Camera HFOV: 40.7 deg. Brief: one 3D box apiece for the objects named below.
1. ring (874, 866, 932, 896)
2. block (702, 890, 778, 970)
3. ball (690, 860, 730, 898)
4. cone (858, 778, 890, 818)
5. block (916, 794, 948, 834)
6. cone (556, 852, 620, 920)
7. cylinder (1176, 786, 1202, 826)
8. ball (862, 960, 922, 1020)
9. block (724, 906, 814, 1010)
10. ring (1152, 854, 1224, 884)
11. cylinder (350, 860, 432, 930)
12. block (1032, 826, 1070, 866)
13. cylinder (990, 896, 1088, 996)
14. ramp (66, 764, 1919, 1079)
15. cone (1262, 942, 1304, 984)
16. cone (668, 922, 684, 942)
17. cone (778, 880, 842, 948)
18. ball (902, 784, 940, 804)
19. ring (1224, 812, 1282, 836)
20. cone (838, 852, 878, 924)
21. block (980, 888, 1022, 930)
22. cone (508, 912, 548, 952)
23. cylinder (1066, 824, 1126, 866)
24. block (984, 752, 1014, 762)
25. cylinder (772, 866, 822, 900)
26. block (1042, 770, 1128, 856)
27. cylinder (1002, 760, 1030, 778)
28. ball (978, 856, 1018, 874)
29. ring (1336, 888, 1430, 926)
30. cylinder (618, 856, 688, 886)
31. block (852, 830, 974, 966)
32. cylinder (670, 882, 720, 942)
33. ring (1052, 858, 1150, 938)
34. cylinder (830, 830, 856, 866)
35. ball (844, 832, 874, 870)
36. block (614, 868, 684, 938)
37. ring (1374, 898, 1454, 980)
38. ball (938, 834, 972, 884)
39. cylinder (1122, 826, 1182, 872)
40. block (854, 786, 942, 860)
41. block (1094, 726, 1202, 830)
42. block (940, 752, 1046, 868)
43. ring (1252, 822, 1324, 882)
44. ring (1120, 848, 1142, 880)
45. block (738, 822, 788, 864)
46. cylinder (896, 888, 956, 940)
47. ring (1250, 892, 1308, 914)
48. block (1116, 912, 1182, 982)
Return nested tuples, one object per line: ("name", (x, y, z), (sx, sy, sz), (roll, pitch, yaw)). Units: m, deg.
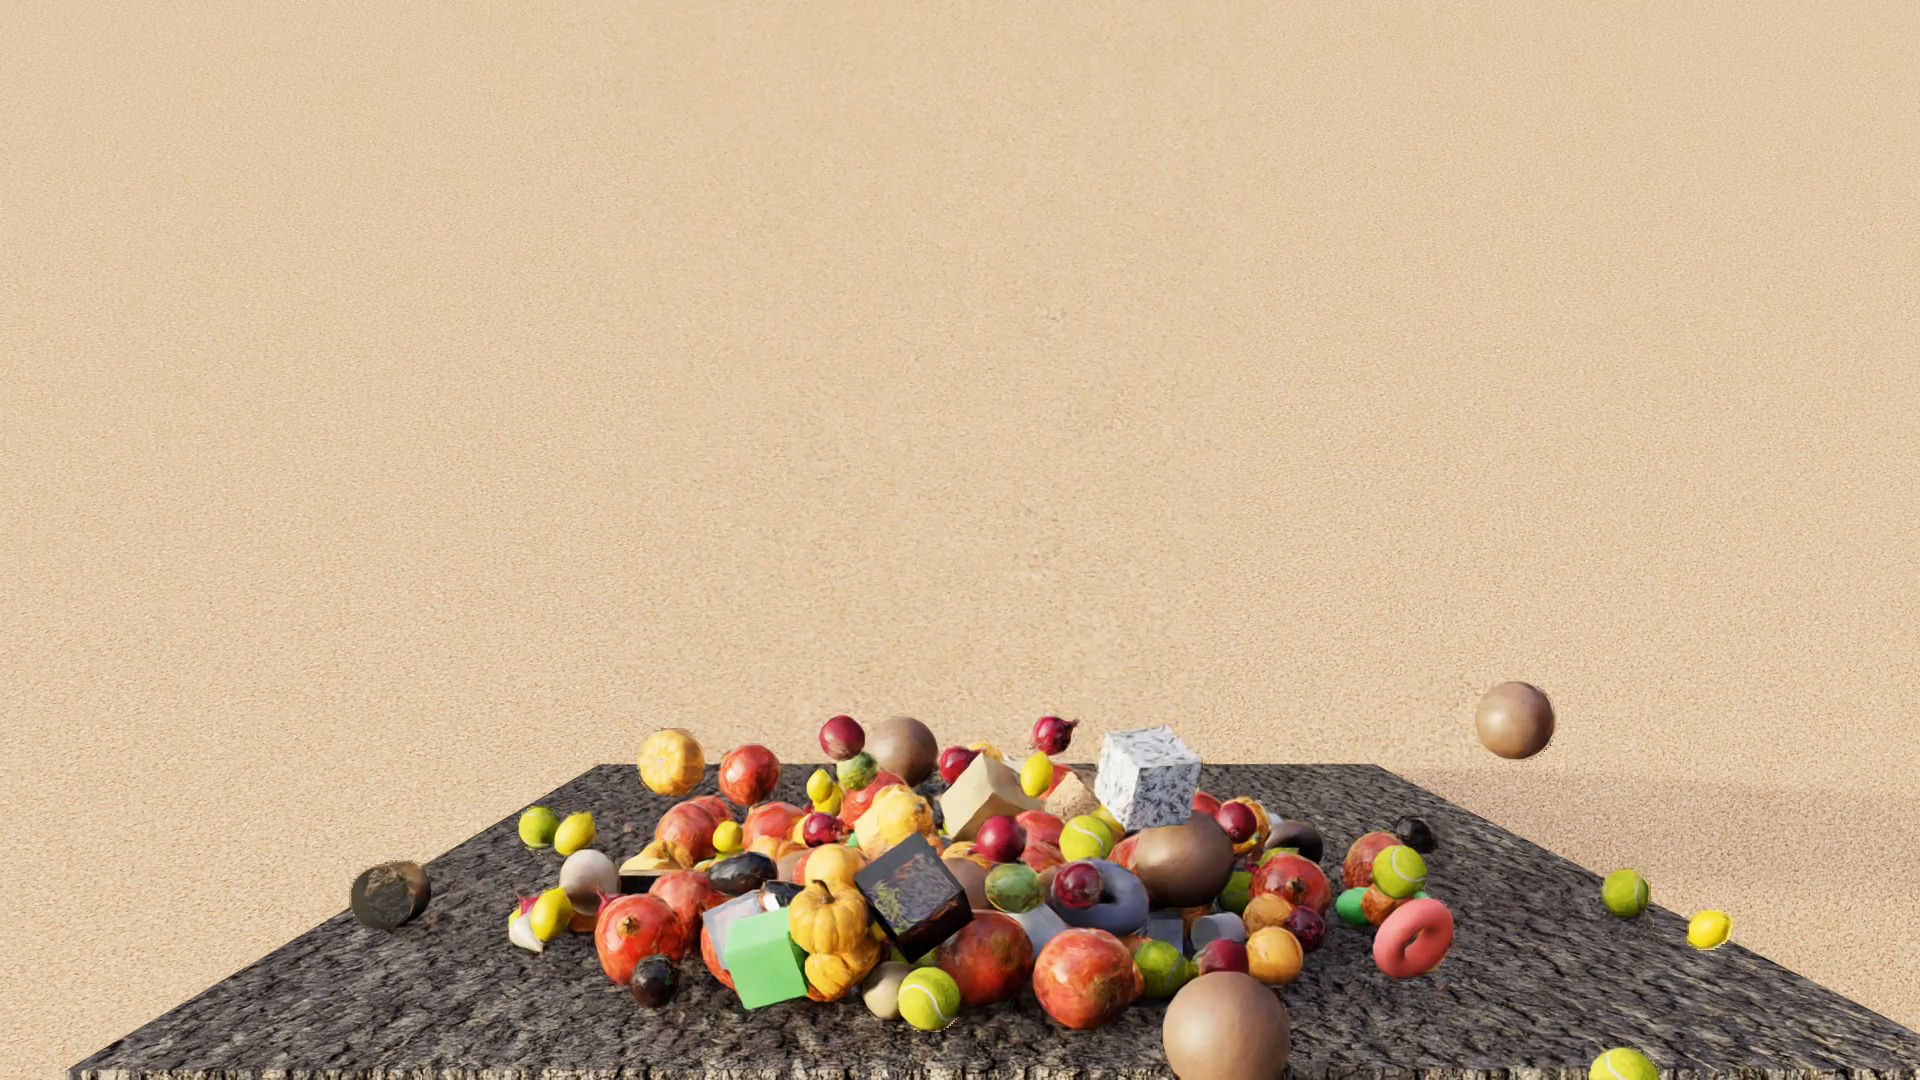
("ring", (-0.090, 0.525, 4.039), (0.095, 0.032, 0.095), (14, 16, -4))
("block", (-0.254, 0.469, 3.104), (0.072, 0.072, 0.072), (-25, 73, 9))
("ball", (-0.388, 0.528, 4.022), (0.063, 0.063, 0.063), (0, 31, 0))
("cone", (-0.138, 0.461, 4.575), (0.088, 0.088, 0.088), (4, 14, -1))
("block", (-0.024, 0.523, 4.894), (0.082, 0.082, 0.082), (-2, -3, 43))
("cone", (-0.530, 0.481, 3.566), (0.095, 0.095, 0.095), (8, 1, 13))
("cylinder", (0.408, 0.511, 5.008), (0.087, 0.087, 0.087), (-25, 12, 40))
("ball", (-0.078, 0.519, 2.981), (0.068, 0.068, 0.068), (0, 31, 0))
("block", (-0.221, 0.484, 3.002), (0.077, 0.077, 0.077), (-16, 19, 8))
("ring", (0.375, 0.542, 4.268), (0.118, 0.039, 0.118), (-1, 0, 0))
("cylinder", (-0.821, 0.512, 3.738), (0.090, 0.090, 0.090), (5, -1, 8))
("block", (0.173, 0.520, 4.450), (0.069, 0.069, 0.069), (0, -16, -25))
("cylinder", (0.096, 0.493, 3.142), (0.085, 0.085, 0.085), (-40, 17, 15))
("ramp", (0.069, 0.614, 4.690), (2.000, 0.100, 4.000), (0, 0, 0))
("cone", (0.415, 0.541, 3.253), (0.056, 0.056, 0.056), (-15, 55, 22))
("cone", (-0.376, 0.545, 3.624), (0.052, 0.052, 0.052), (-3, 63, 6))
("cone", (-0.194, 0.535, 3.555), (0.098, 0.098, 0.098), (-11, 27, -17))
("ball", (-0.077, 0.517, 4.970), (0.099, 0.099, 0.099), (0, 31, 0))
("ring", (0.567, 0.548, 4.996), (0.114, 0.038, 0.114), (0, -2, 0))
("cone", (-0.143, 0.491, 3.692), (0.095, 0.095, 0.095), (1, 71, 2))
("block", (0.069, 0.513, 3.516), (0.053, 0.053, 0.053), (-44, 73, -1))
("cone", (-0.575, 0.544, 3.508), (0.057, 0.057, 0.057), (-15, 39, -24))
("cylinder", (0.191, 0.452, 3.661), (0.070, 0.070, 0.070), (11, 41, 17))
("block", (0.063, 0.408, 4.571), (0.055, 0.055, 0.055), (7, -11, 16))
("cylinder", (-0.249, 0.532, 3.975), (0.055, 0.055, 0.055), (14, 17, -40))
("block", (0.192, 0.410, 3.866), (0.092, 0.092, 0.092), (8, 36, -52))
("cylinder", (0.081, 0.392, 4.106), (0.063, 0.063, 0.063), (-9, 21, 4))
("ball", (0.063, 0.529, 4.356), (0.066, 0.066, 0.066), (0, 31, 0))
("ring", (0.619, 0.535, 3.782), (0.140, 0.047, 0.140), (0, -2, 0))
("cylinder", (-0.465, 0.519, 3.907), (0.078, 0.078, 0.078), (-27, 16, -37))
("block", (-0.053, 0.411, 2.972), (0.092, 0.092, 0.092), (-34, 61, -11))
("cylinder", (-0.364, 0.512, 3.555), (0.060, 0.060, 0.060), (9, 50, -11))
("ring", (0.173, 0.440, 3.185), (0.124, 0.041, 0.124), (11, 34, -8))
("cylinder", (-0.171, 0.474, 3.978), (0.055, 0.055, 0.055), (-4, -7, -7))
("ball", (-0.136, 0.471, 3.895), (0.078, 0.078, 0.078), (0, 31, 0))
("block", (-0.441, 0.514, 3.668), (0.086, 0.086, 0.086), (0, 0, 2))
("ring", (0.564, 0.497, 3.222), (0.114, 0.114, 0.038), (-16, 36, -24))
("ball", (-0.026, 0.515, 4.125), (0.092, 0.092, 0.092), (0, 31, 0))
("cylinder", (0.317, 0.504, 4.330), (0.077, 0.077, 0.077), (-31, 24, 20))
("block", (-0.091, 0.431, 3.775), (0.085, 0.085, 0.085), (-41, 20, 6))
("block", (0.236, 0.300, 3.265), (0.090, 0.090, 0.090), (-3, 27, -26))
("block", (0.047, 0.388, 3.717), (0.099, 0.099, 0.099), (31, 21, -25))
("ring", (0.535, 0.509, 4.231), (0.122, 0.122, 0.041), (-4, 40, -7))
("ring", (0.254, 0.520, 4.037), (0.028, 0.083, 0.083), (10, 30, 40))
("block", (-0.346, 0.531, 4.547), (0.066, 0.066, 0.066), (0, 0, 19))
("cylinder", (-0.047, 0.516, 3.575), (0.065, 0.065, 0.065), (-4, 31, -19))
("ring", (0.477, 0.543, 3.870), (0.088, 0.029, 0.088), (-2, -6, 0))
("block", (0.240, 0.516, 3.293), (0.076, 0.076, 0.076), (0, 0, -3))
